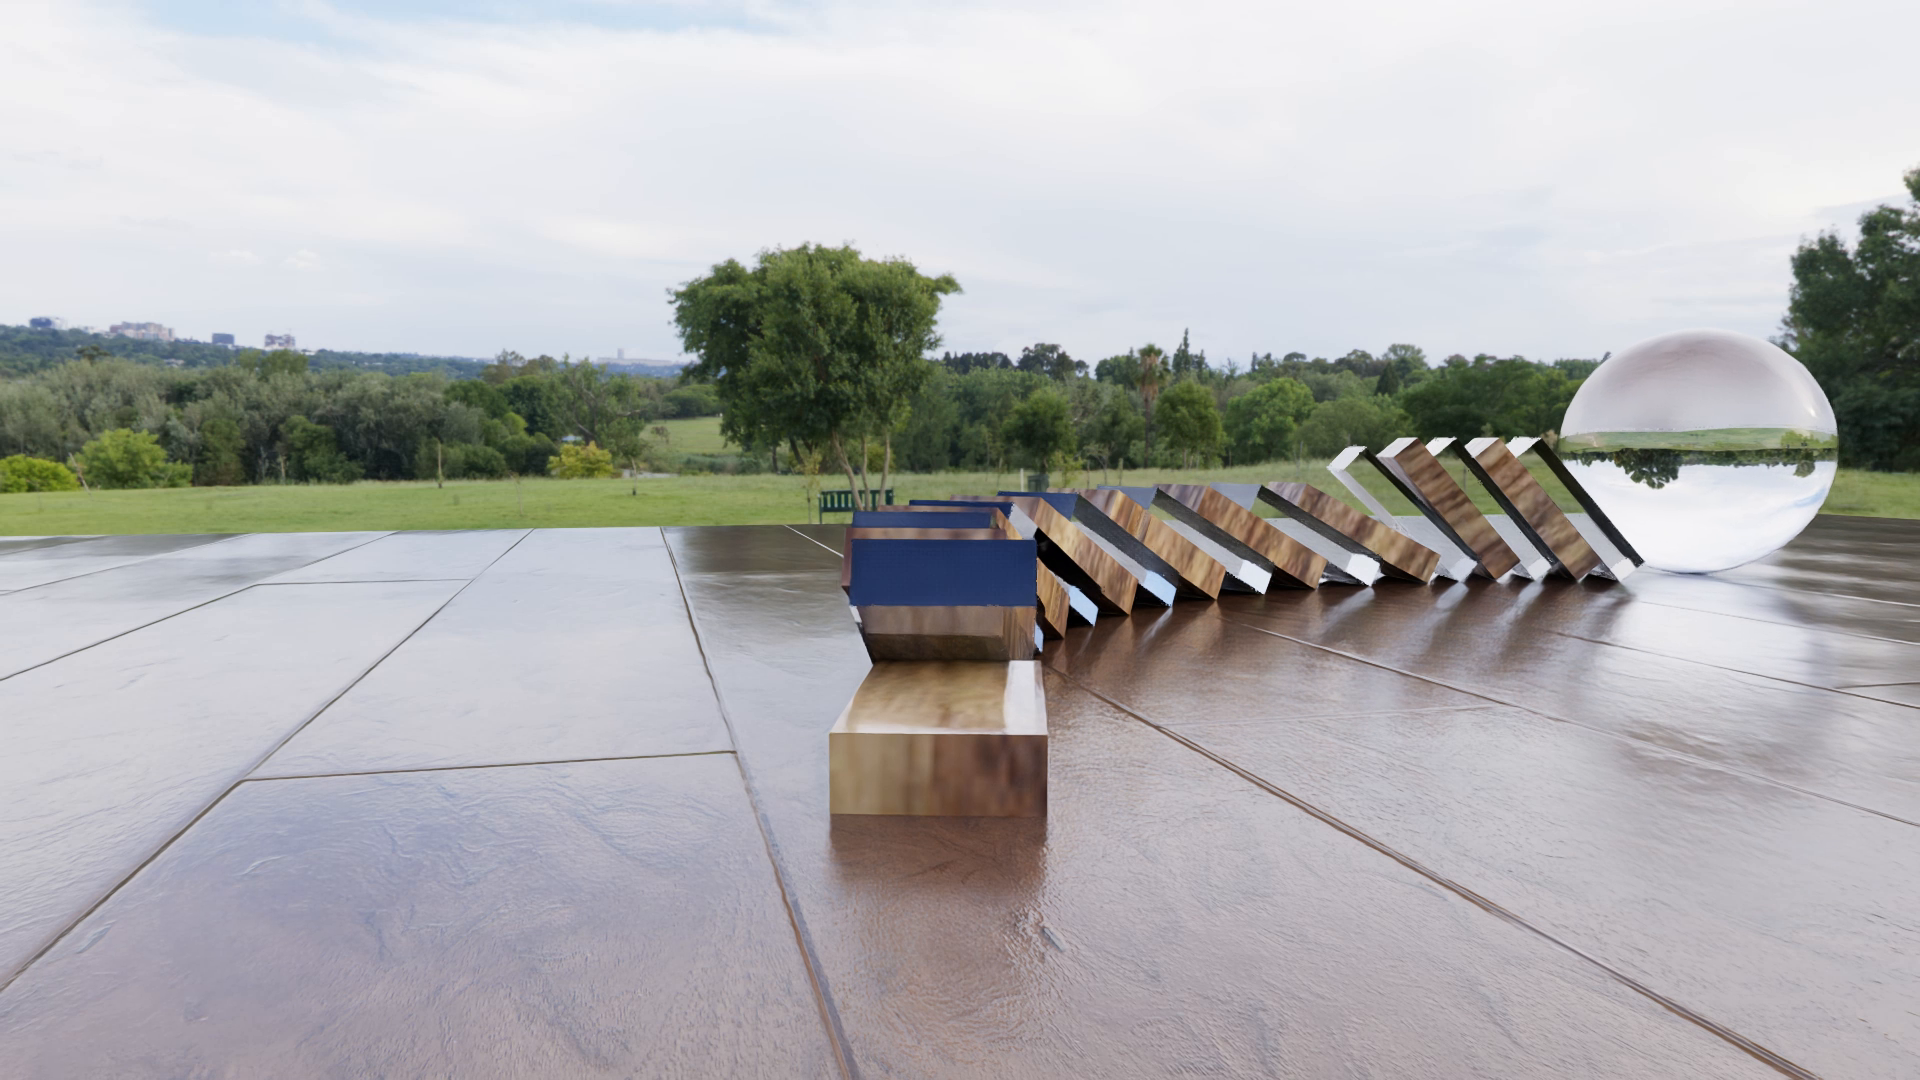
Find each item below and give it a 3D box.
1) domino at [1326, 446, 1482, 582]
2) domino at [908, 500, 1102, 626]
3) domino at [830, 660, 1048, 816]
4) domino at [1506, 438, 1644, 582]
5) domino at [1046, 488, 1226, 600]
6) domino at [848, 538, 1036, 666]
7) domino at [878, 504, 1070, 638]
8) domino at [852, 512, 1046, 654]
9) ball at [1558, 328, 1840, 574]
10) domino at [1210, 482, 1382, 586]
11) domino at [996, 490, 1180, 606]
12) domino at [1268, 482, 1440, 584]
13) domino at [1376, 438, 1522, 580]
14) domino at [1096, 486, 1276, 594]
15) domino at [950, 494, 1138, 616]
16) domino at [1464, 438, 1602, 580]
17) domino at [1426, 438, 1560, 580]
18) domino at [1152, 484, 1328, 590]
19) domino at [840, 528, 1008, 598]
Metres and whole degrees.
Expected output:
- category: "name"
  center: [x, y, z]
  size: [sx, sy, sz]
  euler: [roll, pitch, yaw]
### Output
- category: "domino"
  center: [0.141, -0.009, 0.409]
  size: [0.050, 0.009, 0.025]
  euler: [44, 6, 0]
- category: "domino"
  center: [0.010, 0.006, 0.288]
  size: [0.025, 0.009, 0.050]
  euler: [3, -21, 30]
- category: "domino"
  center: [-0.001, 0.025, 0.172]
  size: [0.025, 0.010, 0.050]
  euler: [0, 4, 3]
- category: "domino"
  center: [0.193, -0.010, 0.409]
  size: [0.009, 0.050, 0.025]
  euler: [-40, 0, 7]
- category: "domino"
  center: [0.047, 0.001, 0.345]
  size: [0.050, 0.009, 0.025]
  euler: [31, -17, -39]
- category: "domino"
  center: [-0.001, 0.013, 0.196]
  size: [0.025, 0.010, 0.050]
  euler: [0, -20, 3]
- category: "domino"
  center: [0.003, 0.007, 0.266]
  size: [0.025, 0.009, 0.050]
  euler: [2, -22, 23]
- category: "domino"
  center: [-0.001, 0.009, 0.243]
  size: [0.025, 0.010, 0.050]
  euler: [1, -22, 16]
- category: "ball"
  center: [0.240, -0.029, 0.420]
  size: [0.080, 0.080, 0.080]
  euler: [0, 4, 0]
- category: "domino"
  center: [0.100, -0.002, 0.387]
  size: [0.050, 0.010, 0.025]
  euler: [27, -7, -23]
- category: "domino"
  center: [0.032, 0.003, 0.328]
  size: [0.025, 0.010, 0.050]
  euler: [4, -21, 42]
- category: "domino"
  center: [0.120, -0.003, 0.399]
  size: [0.050, 0.009, 0.025]
  euler: [26, -1, -12]
- category: "domino"
  center: [0.156, -0.011, 0.412]
  size: [0.009, 0.050, 0.025]
  euler: [-40, 0, 7]
- category: "domino"
  center: [0.063, 0.000, 0.362]
  size: [0.050, 0.010, 0.025]
  euler: [29, -12, -31]
- category: "domino"
  center: [0.020, 0.004, 0.309]
  size: [0.025, 0.009, 0.050]
  euler: [3, -21, 37]
- category: "domino"
  center: [0.181, -0.010, 0.411]
  size: [0.010, 0.050, 0.025]
  euler: [-40, 0, 7]
- category: "domino"
  center: [0.169, -0.011, 0.413]
  size: [0.010, 0.050, 0.025]
  euler: [-40, 0, 7]
- category: "domino"
  center: [0.080, -0.001, 0.375]
  size: [0.050, 0.010, 0.025]
  euler: [28, -9, -27]
- category: "domino"
  center: [-0.002, 0.011, 0.220]
  size: [0.025, 0.009, 0.050]
  euler: [1, -20, 8]
